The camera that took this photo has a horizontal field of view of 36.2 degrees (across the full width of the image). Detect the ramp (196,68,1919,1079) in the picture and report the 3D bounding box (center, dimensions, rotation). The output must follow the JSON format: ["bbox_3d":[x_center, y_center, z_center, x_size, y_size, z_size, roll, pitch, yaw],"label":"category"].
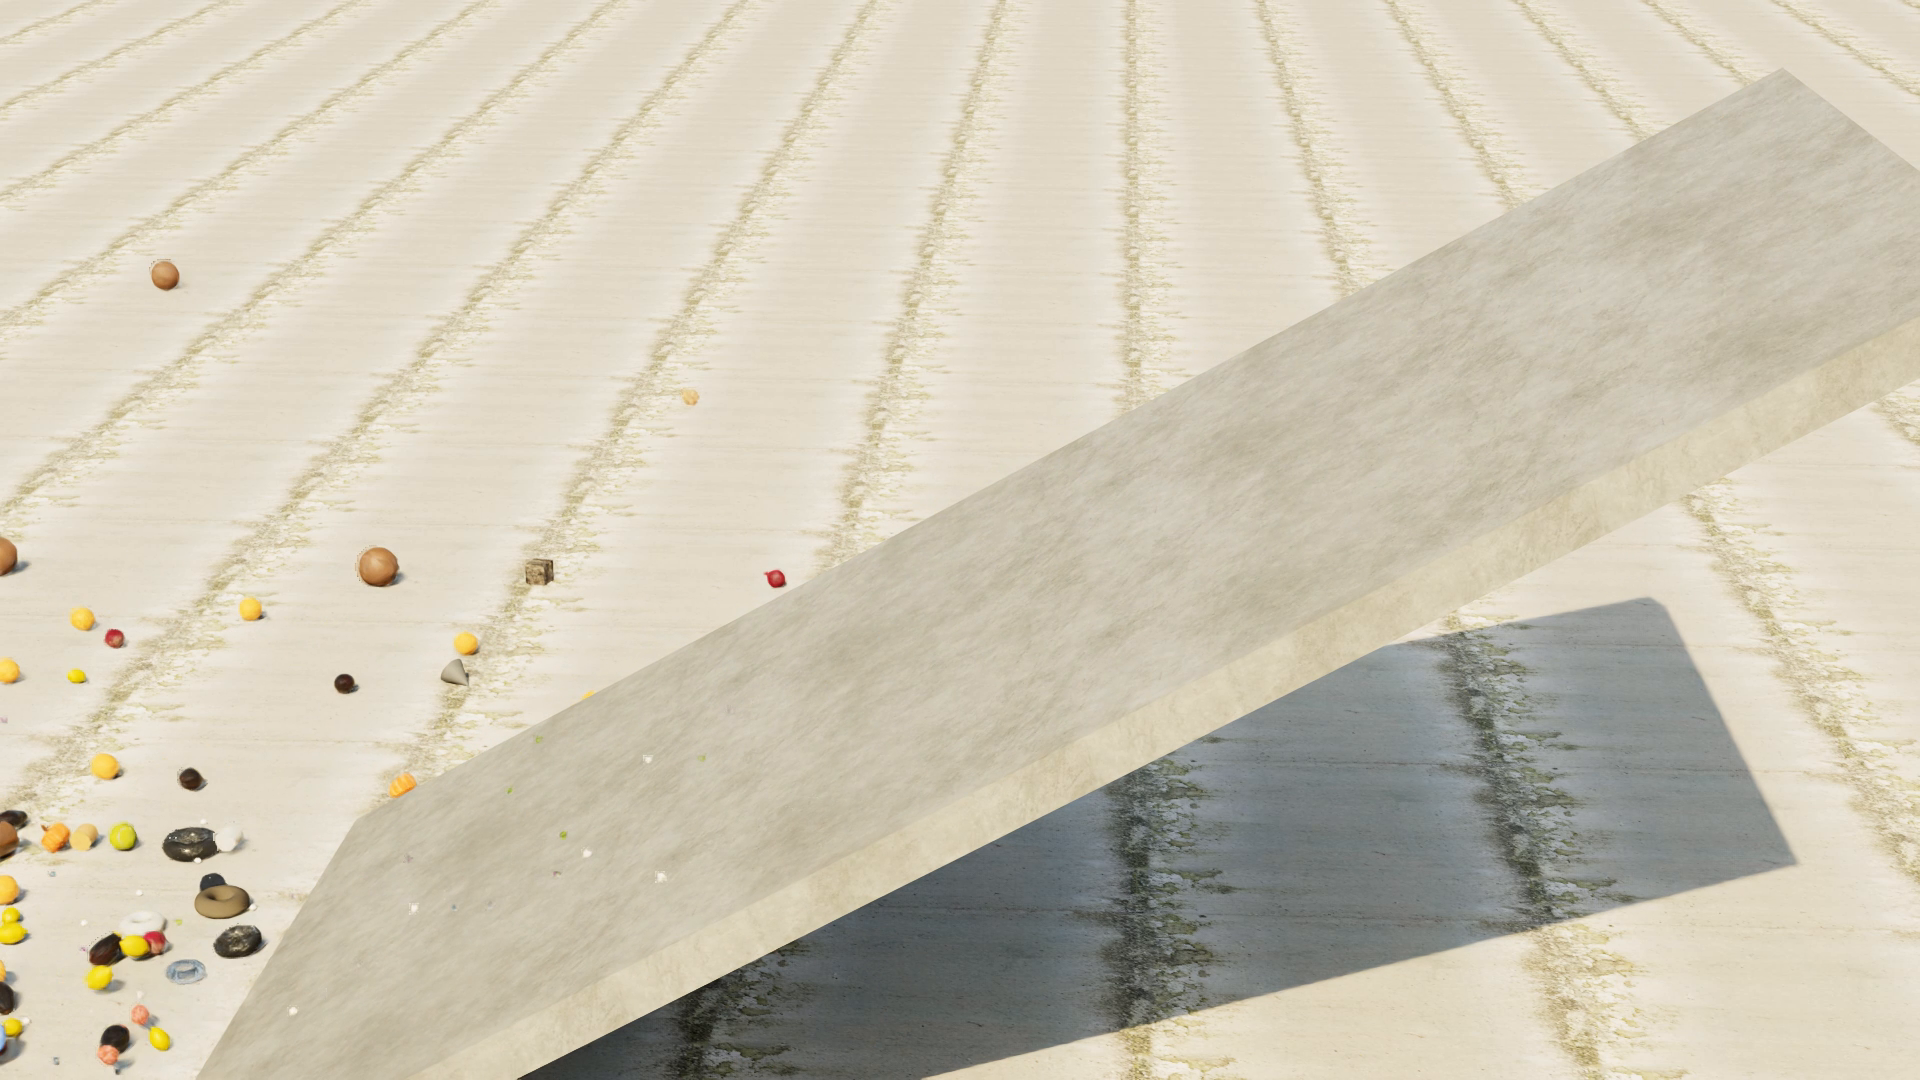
[{"bbox_3d":[0.142,0.167,6.283,4.000,0.100,2.000,-28,15,12],"label":"ramp"}]

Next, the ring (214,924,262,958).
[{"bbox_3d":[-1.738,0.965,7.075,0.116,0.039,0.116,-9,24,4],"label":"ring"}]

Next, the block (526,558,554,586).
[{"bbox_3d":[-1.382,0.105,9.668,0.068,0.068,0.068,6,19,18],"label":"block"}]

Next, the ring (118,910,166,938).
[{"bbox_3d":[-1.998,0.939,7.185,0.111,0.037,0.111,-1,17,0],"label":"ring"}]

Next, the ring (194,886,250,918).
[{"bbox_3d":[-1.831,0.898,7.298,0.135,0.045,0.135,1,18,0],"label":"ring"}]

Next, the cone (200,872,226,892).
[{"bbox_3d":[-1.885,0.873,7.392,0.068,0.068,0.068,-10,-6,-28],"label":"cone"}]

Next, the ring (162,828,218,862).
[{"bbox_3d":[-1.992,0.788,7.623,0.147,0.049,0.147,1,19,0],"label":"ring"}]

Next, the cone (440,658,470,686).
[{"bbox_3d":[-1.492,0.413,8.782,0.083,0.083,0.083,39,35,21],"label":"cone"}]

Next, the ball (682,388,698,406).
[{"bbox_3d":[-1.075,-0.570,11.721,0.067,0.067,0.067,0,18,0],"label":"ball"}]

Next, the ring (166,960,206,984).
[{"bbox_3d":[-1.830,1.019,6.949,0.093,0.031,0.093,-1,17,0],"label":"ring"}]

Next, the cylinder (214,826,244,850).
[{"bbox_3d":[-1.892,0.772,7.618,0.055,0.055,0.055,6,6,17],"label":"cylinder"}]
